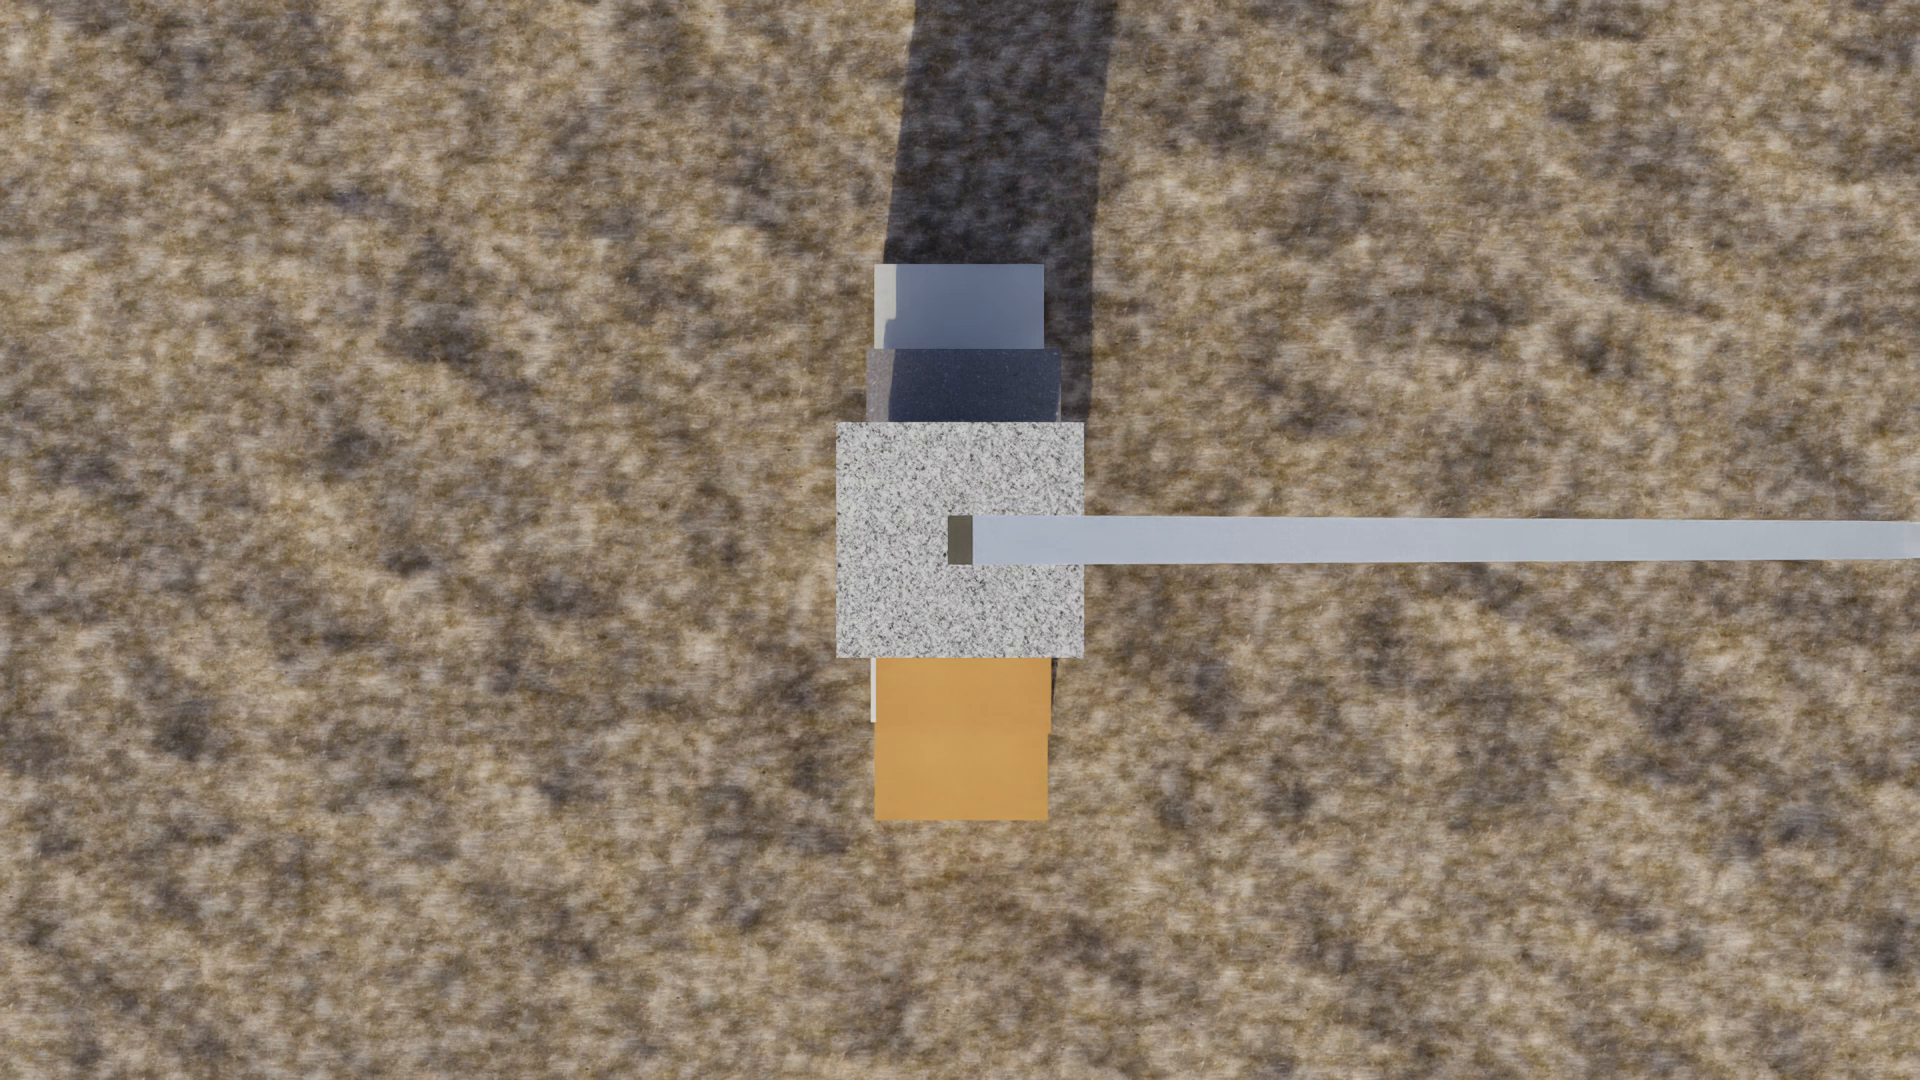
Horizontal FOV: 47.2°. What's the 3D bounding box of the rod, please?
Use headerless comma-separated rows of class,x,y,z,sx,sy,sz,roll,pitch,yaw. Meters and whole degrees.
rod,2.234,0.000,4.866,5.200,0.080,0.080,0,90,-31

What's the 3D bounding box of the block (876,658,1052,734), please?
block,0.017,0.440,10.554,0.809,0.786,0.906,0,90,0

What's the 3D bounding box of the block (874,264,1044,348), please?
block,-0.004,-1.056,12.575,0.936,0.851,0.936,0,90,0

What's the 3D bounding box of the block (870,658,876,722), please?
block,-0.020,0.442,11.409,0.846,0.926,0.928,0,90,0

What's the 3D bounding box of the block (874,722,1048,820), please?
block,0.006,1.045,12.478,0.940,1.043,0.957,0,90,0

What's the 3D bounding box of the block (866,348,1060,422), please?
block,0.017,-0.458,10.635,0.908,0.731,0.871,0,90,0

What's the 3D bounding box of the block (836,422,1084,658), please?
block,0.001,0.000,7.615,0.814,0.777,0.774,0,90,0
